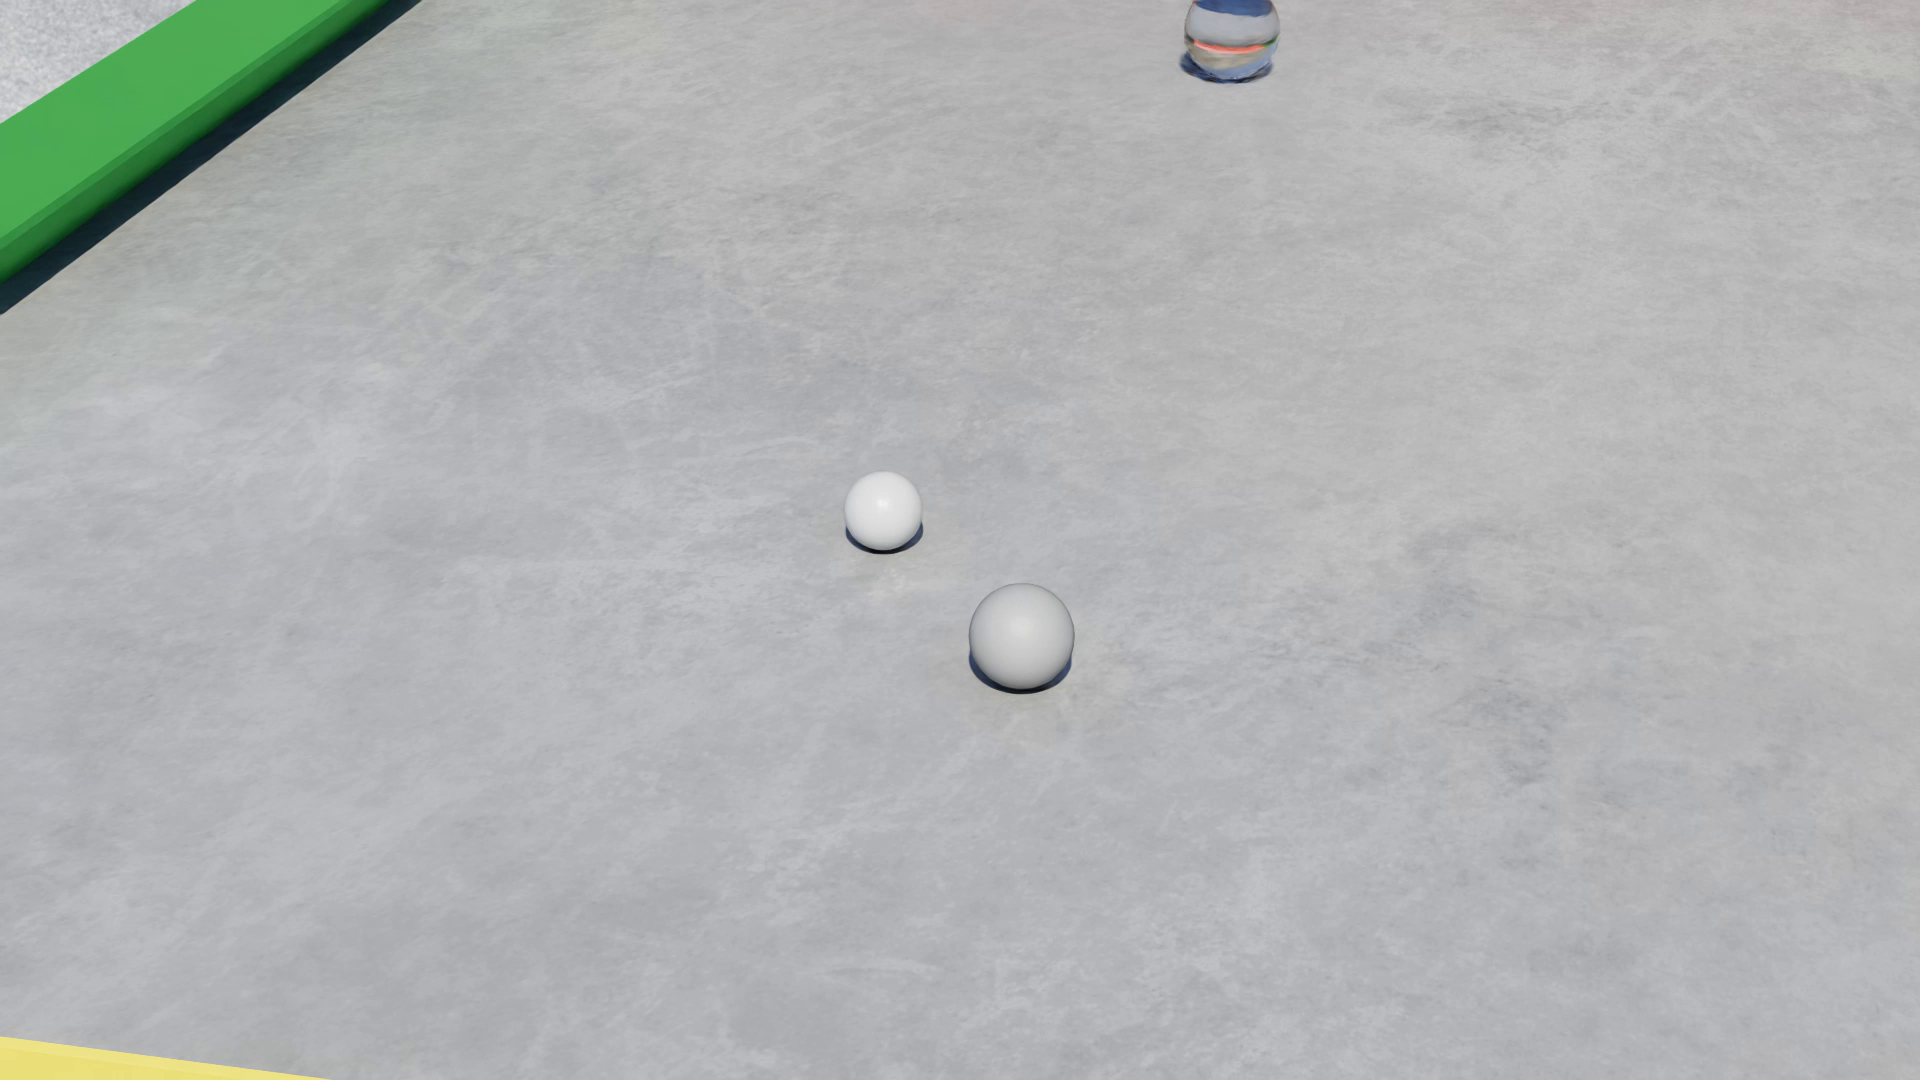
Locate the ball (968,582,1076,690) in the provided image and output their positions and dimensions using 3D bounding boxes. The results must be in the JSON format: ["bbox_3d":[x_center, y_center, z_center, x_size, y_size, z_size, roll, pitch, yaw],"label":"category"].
[{"bbox_3d":[0.036,0.056,1.730,0.063,0.063,0.063,0,26,0],"label":"ball"}]

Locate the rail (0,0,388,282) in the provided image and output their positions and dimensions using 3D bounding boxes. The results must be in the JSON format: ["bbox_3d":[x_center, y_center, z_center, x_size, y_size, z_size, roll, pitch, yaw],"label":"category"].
[{"bbox_3d":[-0.661,-0.417,2.624,0.045,0.120,2.900,5,27,10],"label":"rail"}]

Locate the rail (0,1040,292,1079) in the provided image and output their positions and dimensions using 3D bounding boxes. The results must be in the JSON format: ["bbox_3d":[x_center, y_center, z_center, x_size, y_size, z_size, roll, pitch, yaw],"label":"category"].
[{"bbox_3d":[-0.142,0.275,1.221,1.699,0.120,0.045,5,27,10],"label":"rail"}]

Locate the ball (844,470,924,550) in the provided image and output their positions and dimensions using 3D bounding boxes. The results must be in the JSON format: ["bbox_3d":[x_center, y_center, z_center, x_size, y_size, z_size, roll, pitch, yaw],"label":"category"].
[{"bbox_3d":[-0.049,-0.019,1.896,0.052,0.052,0.052,0,26,0],"label":"ball"}]

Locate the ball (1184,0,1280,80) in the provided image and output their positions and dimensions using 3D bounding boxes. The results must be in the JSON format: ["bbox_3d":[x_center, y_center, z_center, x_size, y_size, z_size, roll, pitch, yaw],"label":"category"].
[{"bbox_3d":[0.258,-0.484,2.792,0.092,0.092,0.092,0,26,0],"label":"ball"}]
